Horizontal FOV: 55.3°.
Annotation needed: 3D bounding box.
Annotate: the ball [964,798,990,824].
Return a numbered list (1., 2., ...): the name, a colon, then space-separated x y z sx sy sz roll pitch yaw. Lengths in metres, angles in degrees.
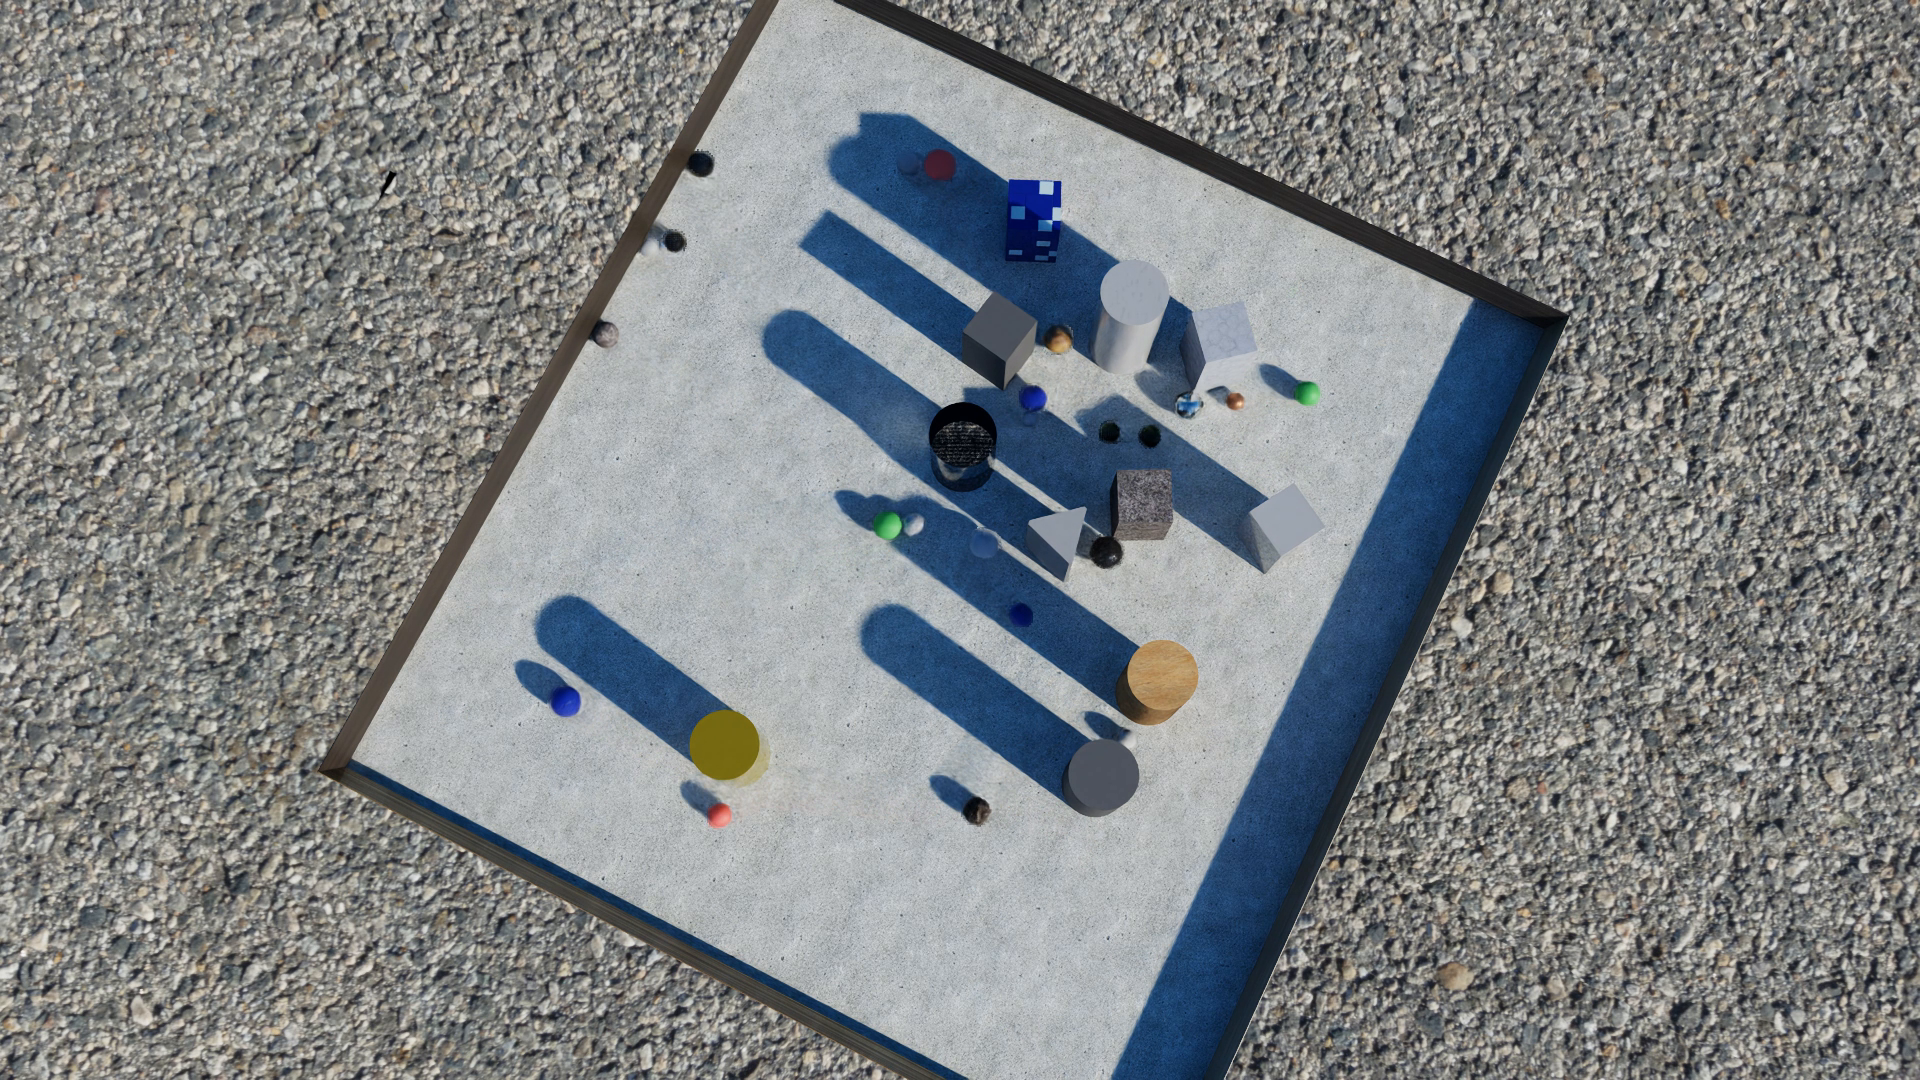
1. ball: 0.051 0.800 5.411 0.079 0.079 0.079 0 78 0

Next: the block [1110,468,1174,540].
1. block: 0.543 -0.103 5.503 0.159 0.265 0.159 -1 78 0

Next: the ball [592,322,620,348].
1. ball: -1.103 -0.639 5.707 0.083 0.083 0.083 0 78 0

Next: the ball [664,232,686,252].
1. ball: -0.900 -0.938 5.777 0.065 0.065 0.065 0 78 0

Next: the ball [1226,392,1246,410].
1. ball: 0.855 -0.428 5.677 0.056 0.056 0.056 0 78 0

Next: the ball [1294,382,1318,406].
1. ball: 1.073 -0.454 5.672 0.075 0.075 0.075 0 78 0

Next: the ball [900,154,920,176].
1. ball: -0.160 -1.194 5.829 0.067 0.067 0.067 0 78 0

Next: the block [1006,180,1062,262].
1. block: 0.226 -0.986 5.679 0.159 0.277 0.159 2 78 0

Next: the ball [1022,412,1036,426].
1. ball: 0.214 -0.376 5.672 0.043 0.043 0.043 0 78 0

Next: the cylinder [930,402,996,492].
1. cylinder: 0.009 -0.276 5.514 0.199 0.312 0.199 0 78 0

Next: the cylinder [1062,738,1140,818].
1. cylinder: 0.402 0.691 5.292 0.199 0.356 0.199 0 78 0

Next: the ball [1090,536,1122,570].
1. ball: 0.444 0.039 5.558 0.100 0.100 0.100 0 78 0

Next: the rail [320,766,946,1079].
1. rail: -0.643 1.267 5.287 2.732 0.129 0.045 26 80 5

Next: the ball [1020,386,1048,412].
1. ball: 0.229 -0.438 5.666 0.081 0.081 0.081 0 78 0

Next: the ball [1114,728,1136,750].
1. ball: 0.492 0.595 5.461 0.064 0.064 0.064 0 78 0

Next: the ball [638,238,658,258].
1. ball: -0.982 -0.921 5.777 0.060 0.060 0.060 0 78 0

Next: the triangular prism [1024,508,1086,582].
1. triangular prism: 0.313 -0.013 5.463 0.149 0.306 0.172 -44 82 -8

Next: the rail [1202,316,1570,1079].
1. rail: 1.201 0.595 5.426 0.045 0.129 2.925 26 80 5

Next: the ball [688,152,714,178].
1. ball: -0.822 -1.190 5.821 0.082 0.082 0.082 0 78 0

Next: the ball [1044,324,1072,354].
1. ball: 0.305 -0.625 5.701 0.087 0.087 0.087 0 78 0

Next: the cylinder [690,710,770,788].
1. cylinder: -0.666 0.611 5.333 0.199 0.307 0.199 0 78 0

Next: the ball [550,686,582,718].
1. ball: -1.176 0.481 5.469 0.095 0.095 0.095 0 78 0

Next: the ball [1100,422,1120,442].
1. ball: 0.463 -0.331 5.655 0.060 0.060 0.060 0 78 0

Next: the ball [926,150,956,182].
1. ball: -0.061 -1.187 5.812 0.099 0.099 0.099 0 78 0

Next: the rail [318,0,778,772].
1. rail: -1.201 -0.581 5.670 0.045 0.129 2.925 26 80 5

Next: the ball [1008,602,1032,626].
1. ball: 0.182 0.225 5.534 0.071 0.071 0.071 0 78 0

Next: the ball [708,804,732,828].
1. ball: -0.708 0.813 5.412 0.070 0.070 0.070 0 78 0

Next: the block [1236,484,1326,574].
1. block: 0.954 -0.031 5.477 0.159 0.286 0.159 -33 80 -6

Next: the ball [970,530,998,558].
1. ball: 0.073 0.013 5.569 0.088 0.088 0.088 0 78 0

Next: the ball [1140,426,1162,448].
1. ball: 0.588 -0.319 5.649 0.065 0.065 0.065 0 78 0

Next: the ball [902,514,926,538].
1. ball: -0.141 -0.045 5.589 0.074 0.074 0.074 0 78 0

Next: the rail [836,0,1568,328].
1. rail: 0.643 -1.253 5.809 2.732 0.129 0.045 26 80 5

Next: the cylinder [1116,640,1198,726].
1. cylinder: 0.567 0.418 5.320 0.199 0.412 0.199 0 78 0

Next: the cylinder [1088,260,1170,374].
1. cylinder: 0.503 -0.663 5.506 0.199 0.485 0.199 0 78 0

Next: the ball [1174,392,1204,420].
1. ball: 0.707 -0.414 5.656 0.090 0.090 0.090 0 78 0

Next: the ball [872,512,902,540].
1. ball: -0.223 -0.044 5.581 0.087 0.087 0.087 0 78 0

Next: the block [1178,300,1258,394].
1. block: 0.782 -0.582 5.571 0.159 0.326 0.159 -14 79 -3

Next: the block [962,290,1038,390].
1. block: 0.119 -0.604 5.584 0.159 0.308 0.159 36 81 7
